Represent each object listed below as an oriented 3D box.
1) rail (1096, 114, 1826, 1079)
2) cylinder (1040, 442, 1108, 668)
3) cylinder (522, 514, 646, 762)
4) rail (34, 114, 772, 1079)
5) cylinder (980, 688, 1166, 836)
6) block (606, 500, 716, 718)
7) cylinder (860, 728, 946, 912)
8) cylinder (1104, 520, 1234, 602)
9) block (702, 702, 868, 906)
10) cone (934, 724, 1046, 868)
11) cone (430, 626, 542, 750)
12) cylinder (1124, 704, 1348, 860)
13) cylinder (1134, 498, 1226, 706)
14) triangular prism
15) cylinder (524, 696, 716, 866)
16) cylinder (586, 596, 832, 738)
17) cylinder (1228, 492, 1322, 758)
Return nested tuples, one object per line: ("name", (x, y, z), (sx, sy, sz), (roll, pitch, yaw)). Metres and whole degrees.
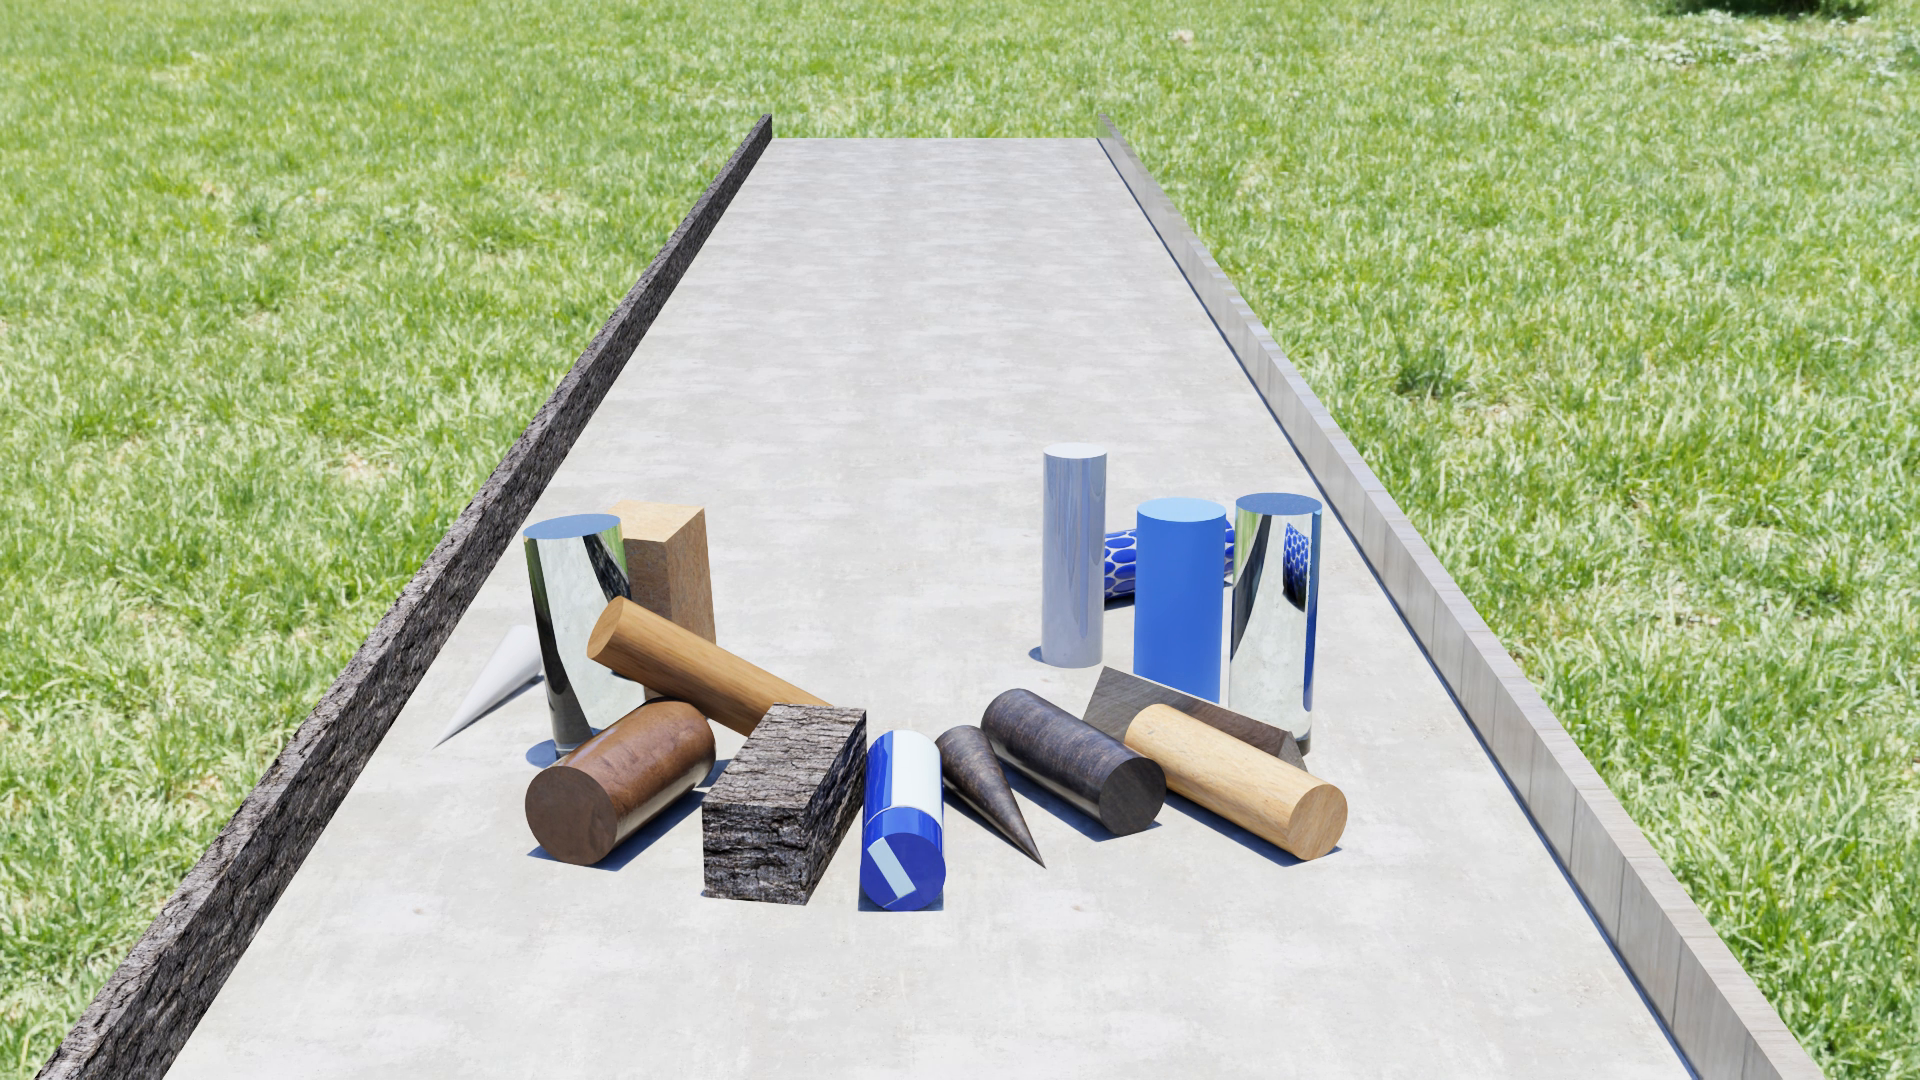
("rail", (0.932, -0.844, 7.801), (0.050, 0.150, 12.000), (0, 17, -1))
("cylinder", (0.225, 0.031, 4.366), (0.126, 0.431, 0.126), (0, 17, 0))
("cylinder", (-0.650, 0.180, 3.851), (0.169, 0.424, 0.169), (-5, 15, 1))
("rail", (-1.118, -0.838, 7.780), (0.050, 0.150, 12.000), (0, 17, -1))
("cylinder", (0.187, 0.372, 3.738), (0.135, 0.135, 0.373), (-10, 19, -29))
("block", (-0.562, 0.144, 4.023), (0.166, 0.392, 0.166), (5, 24, 18))
("cylinder", (-0.091, 0.441, 3.516), (0.131, 0.131, 0.423), (0, 17, -1))
("cylinder", (0.406, 0.044, 4.823), (0.406, 0.145, 0.145), (-10, 19, -30))
("block", (-0.275, 0.417, 3.544), (0.160, 0.160, 0.428), (3, 17, 10))
("cone", (0.068, 0.445, 3.628), (0.117, 0.117, 0.371), (-7, 27, -21))
("cone", (-0.903, 0.297, 4.134), (0.106, 0.106, 0.418), (4, 24, 14))
("cylinder", (0.453, 0.398, 3.665), (0.128, 0.128, 0.425), (-10, 20, -31))
("cylinder", (0.410, 0.128, 4.120), (0.165, 0.386, 0.165), (0, 17, 0))
("triangular prism", (0.414, 0.330, 3.909), (0.129, 0.112, 0.441), (-14, 21, -39))
("cylinder", (-0.553, 0.391, 3.616), (0.168, 0.168, 0.333), (6, 18, 21))
("cylinder", (-0.421, 0.248, 3.795), (0.444, 0.118, 0.118), (30, 5, -23))
("cylinder", (0.558, 0.155, 3.910), (0.151, 0.454, 0.151), (0, 17, 0))
